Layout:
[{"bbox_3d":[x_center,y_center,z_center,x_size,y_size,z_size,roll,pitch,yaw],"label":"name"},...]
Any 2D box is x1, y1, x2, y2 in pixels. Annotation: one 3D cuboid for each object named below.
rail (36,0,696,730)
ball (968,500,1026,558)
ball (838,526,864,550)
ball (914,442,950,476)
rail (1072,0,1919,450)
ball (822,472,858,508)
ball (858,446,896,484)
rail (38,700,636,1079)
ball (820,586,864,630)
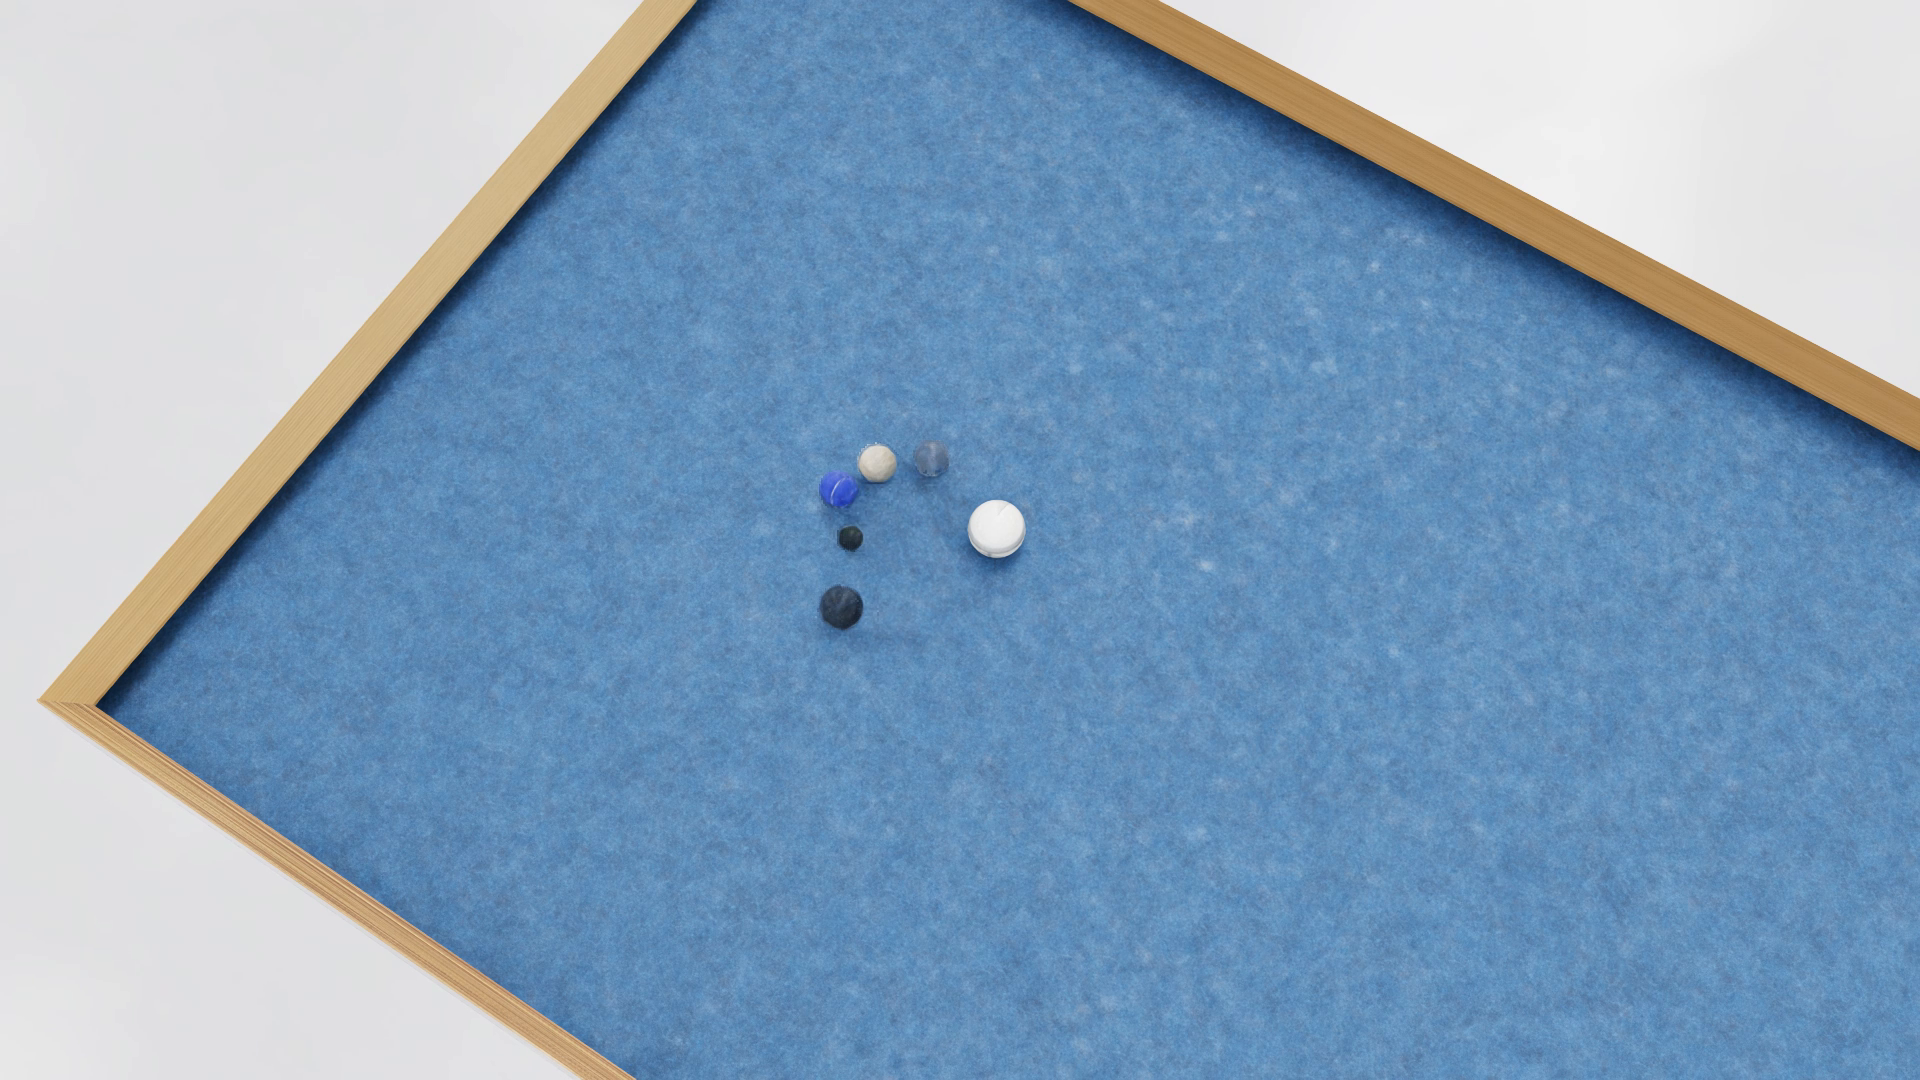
[{"bbox_3d":[-0.820,-0.503,3.713,0.045,0.121,2.036,31,70,13],"label":"rail"},{"bbox_3d":[0.059,-0.018,3.519,0.093,0.093,0.093,0,67,0],"label":"ball"},{"bbox_3d":[-0.176,-0.003,3.541,0.040,0.040,0.040,0,67,0],"label":"ball"},{"bbox_3d":[-0.046,-0.132,3.588,0.057,0.057,0.057,0,67,0],"label":"ball"},{"bbox_3d":[1.384,-0.272,3.613,4.014,0.121,0.045,31,70,13],"label":"rail"},{"bbox_3d":[-0.195,-0.081,3.565,0.060,0.060,0.060,0,67,0],"label":"ball"},{"bbox_3d":[-0.134,-0.124,3.582,0.062,0.062,0.062,0,67,0],"label":"ball"},{"bbox_3d":[0.296,1.256,2.951,4.014,0.121,0.045,31,70,13],"label":"rail"},{"bbox_3d":[-0.187,0.107,3.478,0.070,0.070,0.070,0,67,0],"label":"ball"}]
